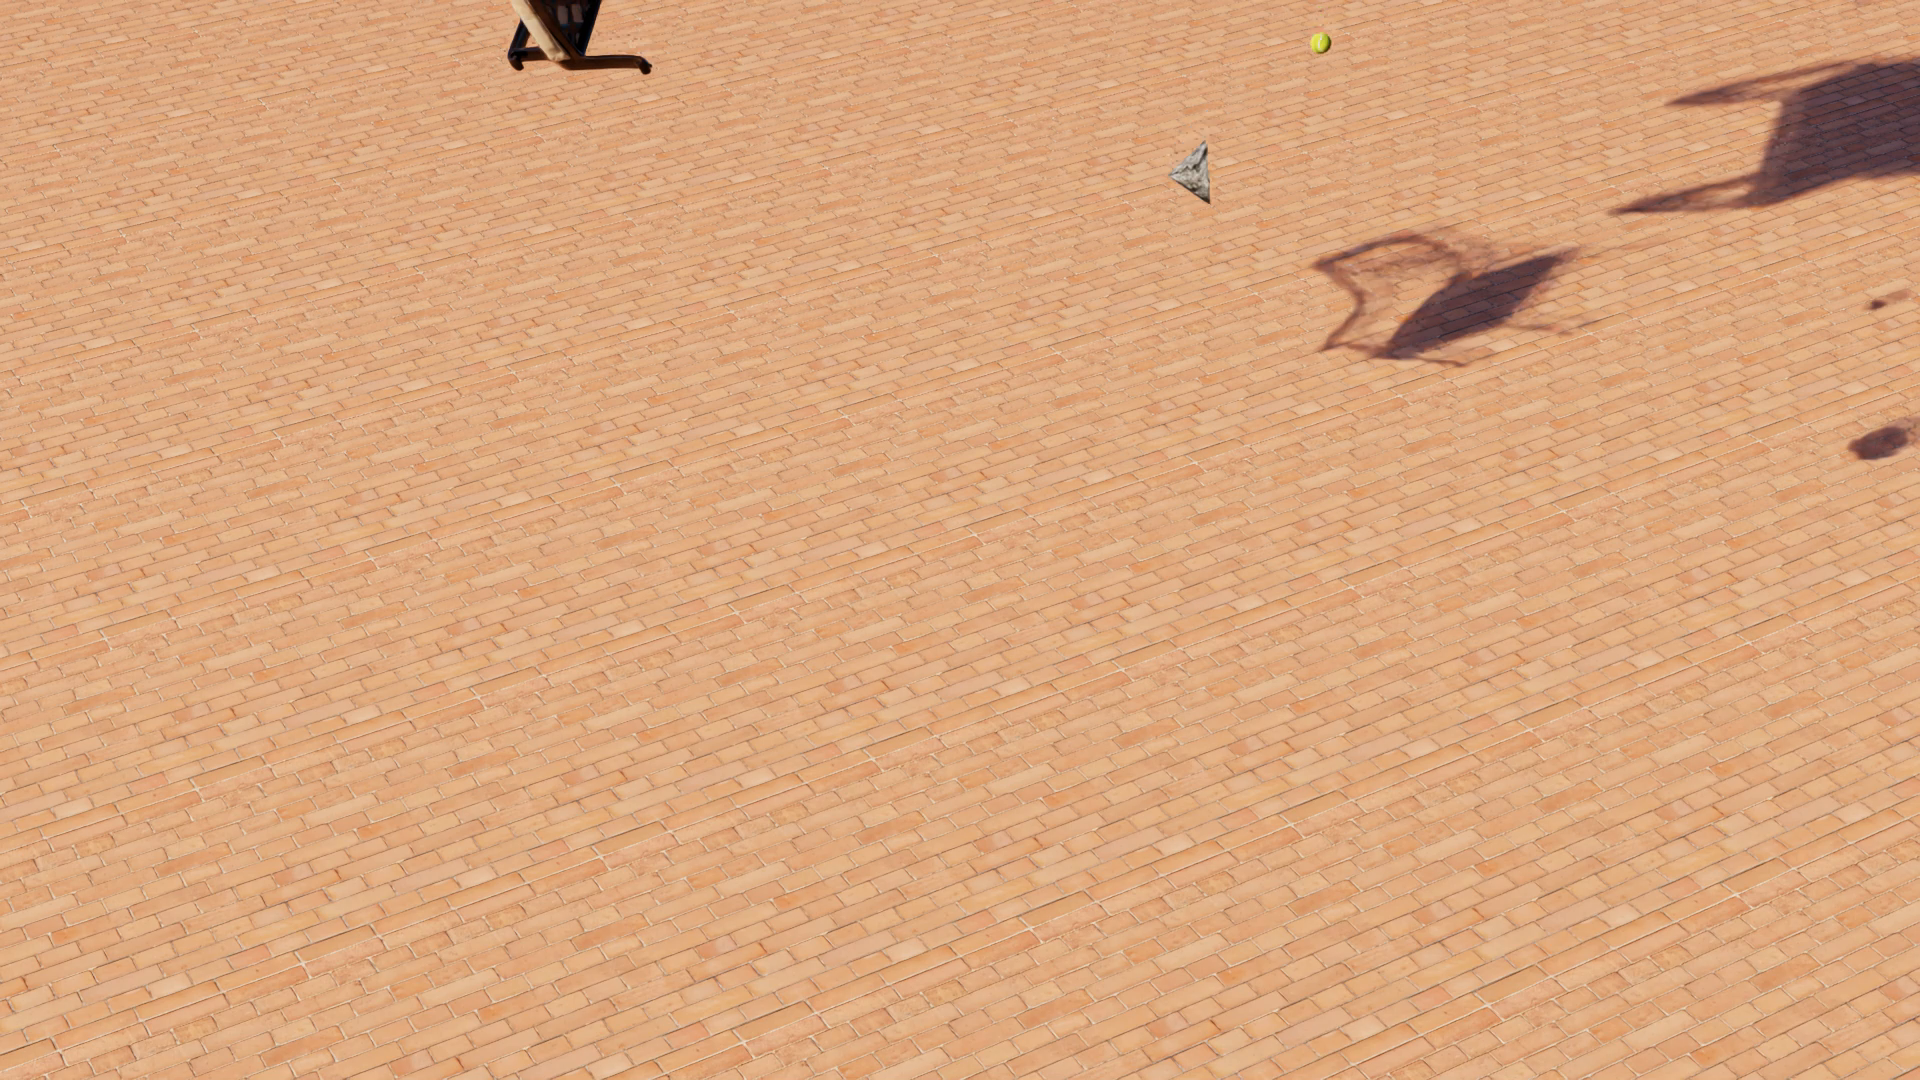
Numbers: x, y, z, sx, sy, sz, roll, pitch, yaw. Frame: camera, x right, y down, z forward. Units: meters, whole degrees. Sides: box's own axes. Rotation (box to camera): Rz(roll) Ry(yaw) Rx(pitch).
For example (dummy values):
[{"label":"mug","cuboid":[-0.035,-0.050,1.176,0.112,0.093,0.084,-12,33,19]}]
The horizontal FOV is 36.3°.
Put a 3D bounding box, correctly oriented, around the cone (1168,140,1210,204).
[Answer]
[{"label":"cone","cuboid":[0.670,-1.076,8.615,0.121,0.194,0.232,-4,-7,5]}]
